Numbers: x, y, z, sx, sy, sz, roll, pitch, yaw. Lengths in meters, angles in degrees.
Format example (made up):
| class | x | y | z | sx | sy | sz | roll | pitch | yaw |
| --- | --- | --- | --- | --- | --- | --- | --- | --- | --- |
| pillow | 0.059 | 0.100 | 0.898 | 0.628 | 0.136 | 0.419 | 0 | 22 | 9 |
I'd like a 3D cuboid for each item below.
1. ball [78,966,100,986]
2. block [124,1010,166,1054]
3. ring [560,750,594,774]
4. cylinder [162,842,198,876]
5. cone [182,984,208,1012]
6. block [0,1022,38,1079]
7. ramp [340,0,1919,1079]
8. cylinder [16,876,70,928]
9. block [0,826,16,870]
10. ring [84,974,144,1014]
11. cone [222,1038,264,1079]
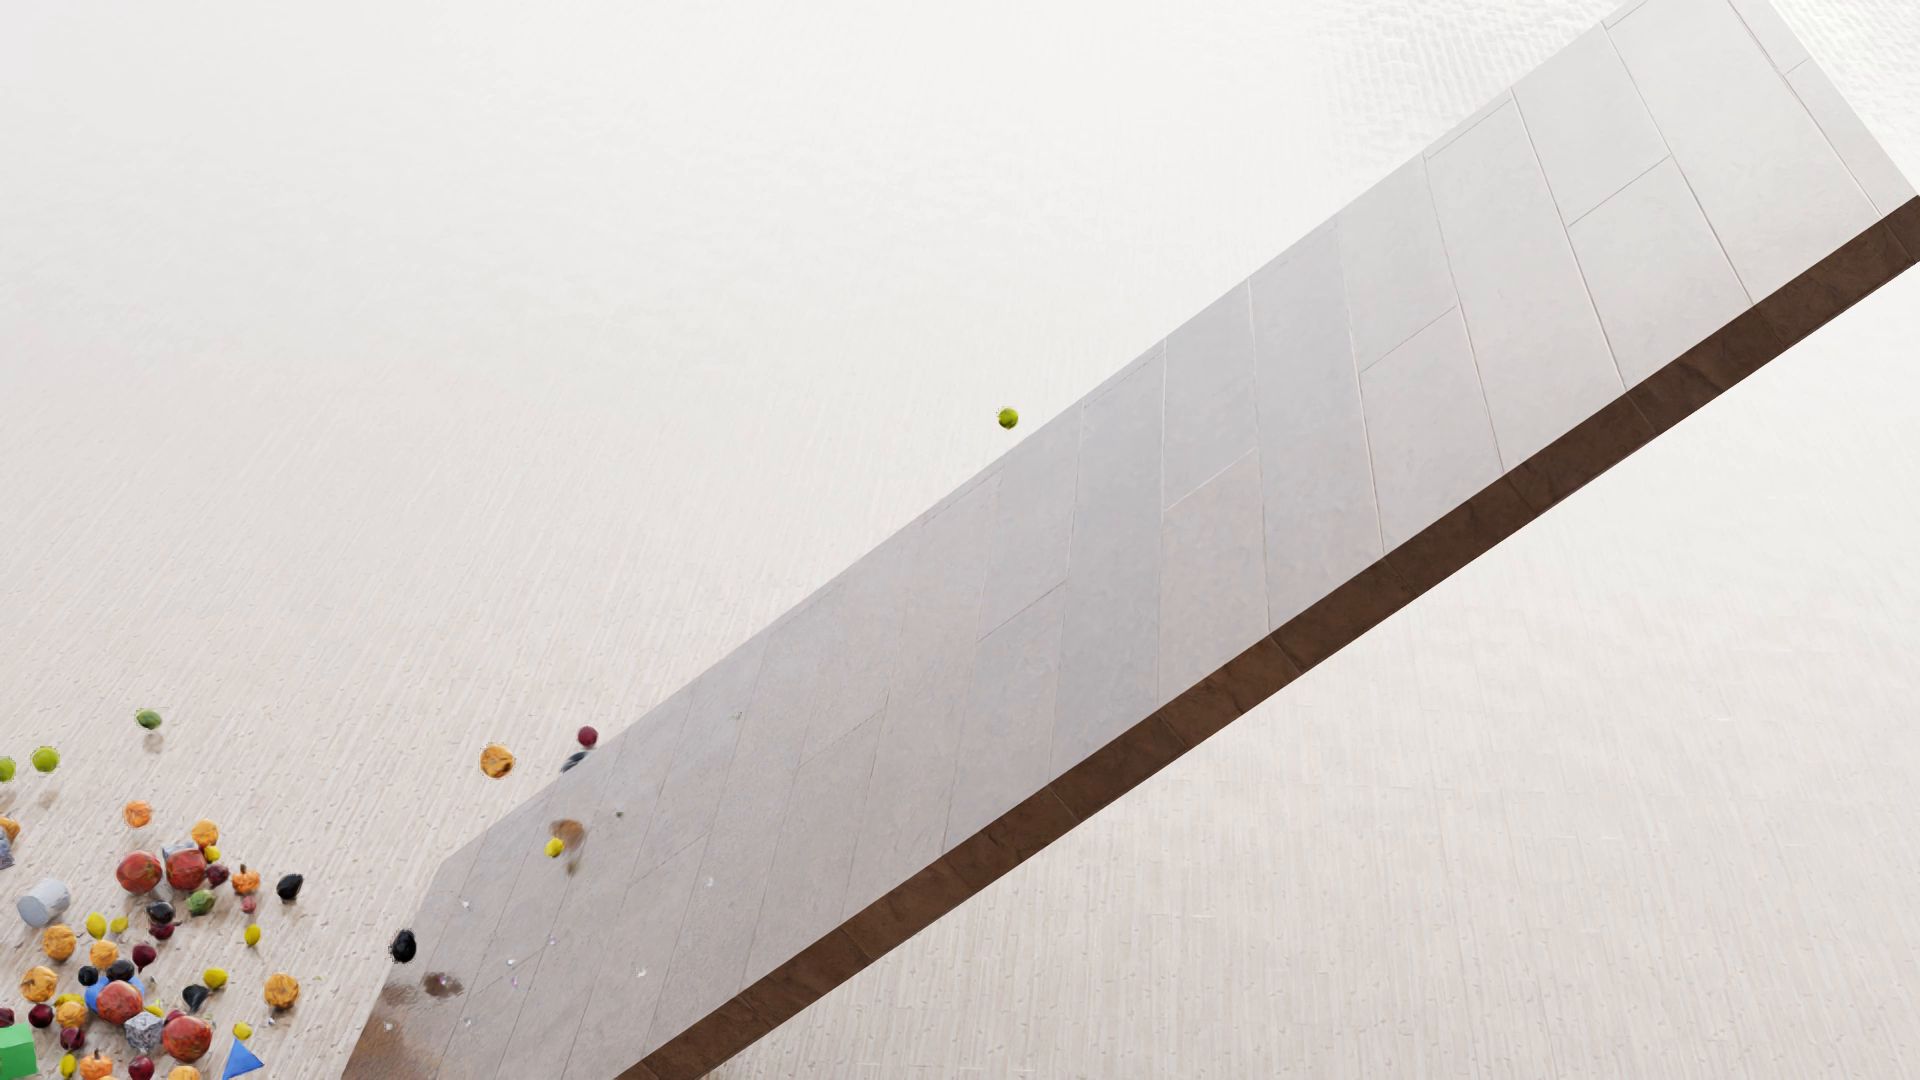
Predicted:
| class | x | y | z | sx | sy | sz | roll | pitch | yaw |
| --- | --- | --- | --- | --- | --- | --- | --- | --- | --- |
| ball | -2.177 | 1.088 | 7.345 | 0.052 | 0.052 | 0.052 | 0 | 24 | 0 |
| block | -1.990 | 1.201 | 7.182 | 0.064 | 0.064 | 0.064 | 16 | 28 | 32 |
| ring | -1.094 | 0.642 | 8.462 | 0.117 | 0.039 | 0.117 | -20 | 17 | 6 |
| cylinder | -2.106 | 0.860 | 7.944 | 0.079 | 0.079 | 0.079 | -10 | 26 | -22 |
| cone | -1.902 | 1.152 | 7.310 | 0.065 | 0.065 | 0.065 | -4 | 37 | -10 |
| block | -2.278 | 1.232 | 7.079 | 0.089 | 0.089 | 0.089 | -11 | 26 | -23 |
| ramp | 0.122 | 0.184 | 6.338 | 4.000 | 0.100 | 2.000 | -36 | 16 | 18 |
| cylinder | -2.402 | 0.951 | 7.711 | 0.096 | 0.096 | 0.096 | 11 | 36 | 24 |
| block | -2.545 | 0.814 | 7.721 | 0.089 | 0.089 | 0.089 | -17 | 66 | -11 |
| ring | -2.114 | 1.134 | 7.355 | 0.146 | 0.049 | 0.146 | -1 | 23 | 0 |
| cone | -1.723 | 1.253 | 6.992 | 0.096 | 0.096 | 0.096 | -47 | 43 | -17 |
